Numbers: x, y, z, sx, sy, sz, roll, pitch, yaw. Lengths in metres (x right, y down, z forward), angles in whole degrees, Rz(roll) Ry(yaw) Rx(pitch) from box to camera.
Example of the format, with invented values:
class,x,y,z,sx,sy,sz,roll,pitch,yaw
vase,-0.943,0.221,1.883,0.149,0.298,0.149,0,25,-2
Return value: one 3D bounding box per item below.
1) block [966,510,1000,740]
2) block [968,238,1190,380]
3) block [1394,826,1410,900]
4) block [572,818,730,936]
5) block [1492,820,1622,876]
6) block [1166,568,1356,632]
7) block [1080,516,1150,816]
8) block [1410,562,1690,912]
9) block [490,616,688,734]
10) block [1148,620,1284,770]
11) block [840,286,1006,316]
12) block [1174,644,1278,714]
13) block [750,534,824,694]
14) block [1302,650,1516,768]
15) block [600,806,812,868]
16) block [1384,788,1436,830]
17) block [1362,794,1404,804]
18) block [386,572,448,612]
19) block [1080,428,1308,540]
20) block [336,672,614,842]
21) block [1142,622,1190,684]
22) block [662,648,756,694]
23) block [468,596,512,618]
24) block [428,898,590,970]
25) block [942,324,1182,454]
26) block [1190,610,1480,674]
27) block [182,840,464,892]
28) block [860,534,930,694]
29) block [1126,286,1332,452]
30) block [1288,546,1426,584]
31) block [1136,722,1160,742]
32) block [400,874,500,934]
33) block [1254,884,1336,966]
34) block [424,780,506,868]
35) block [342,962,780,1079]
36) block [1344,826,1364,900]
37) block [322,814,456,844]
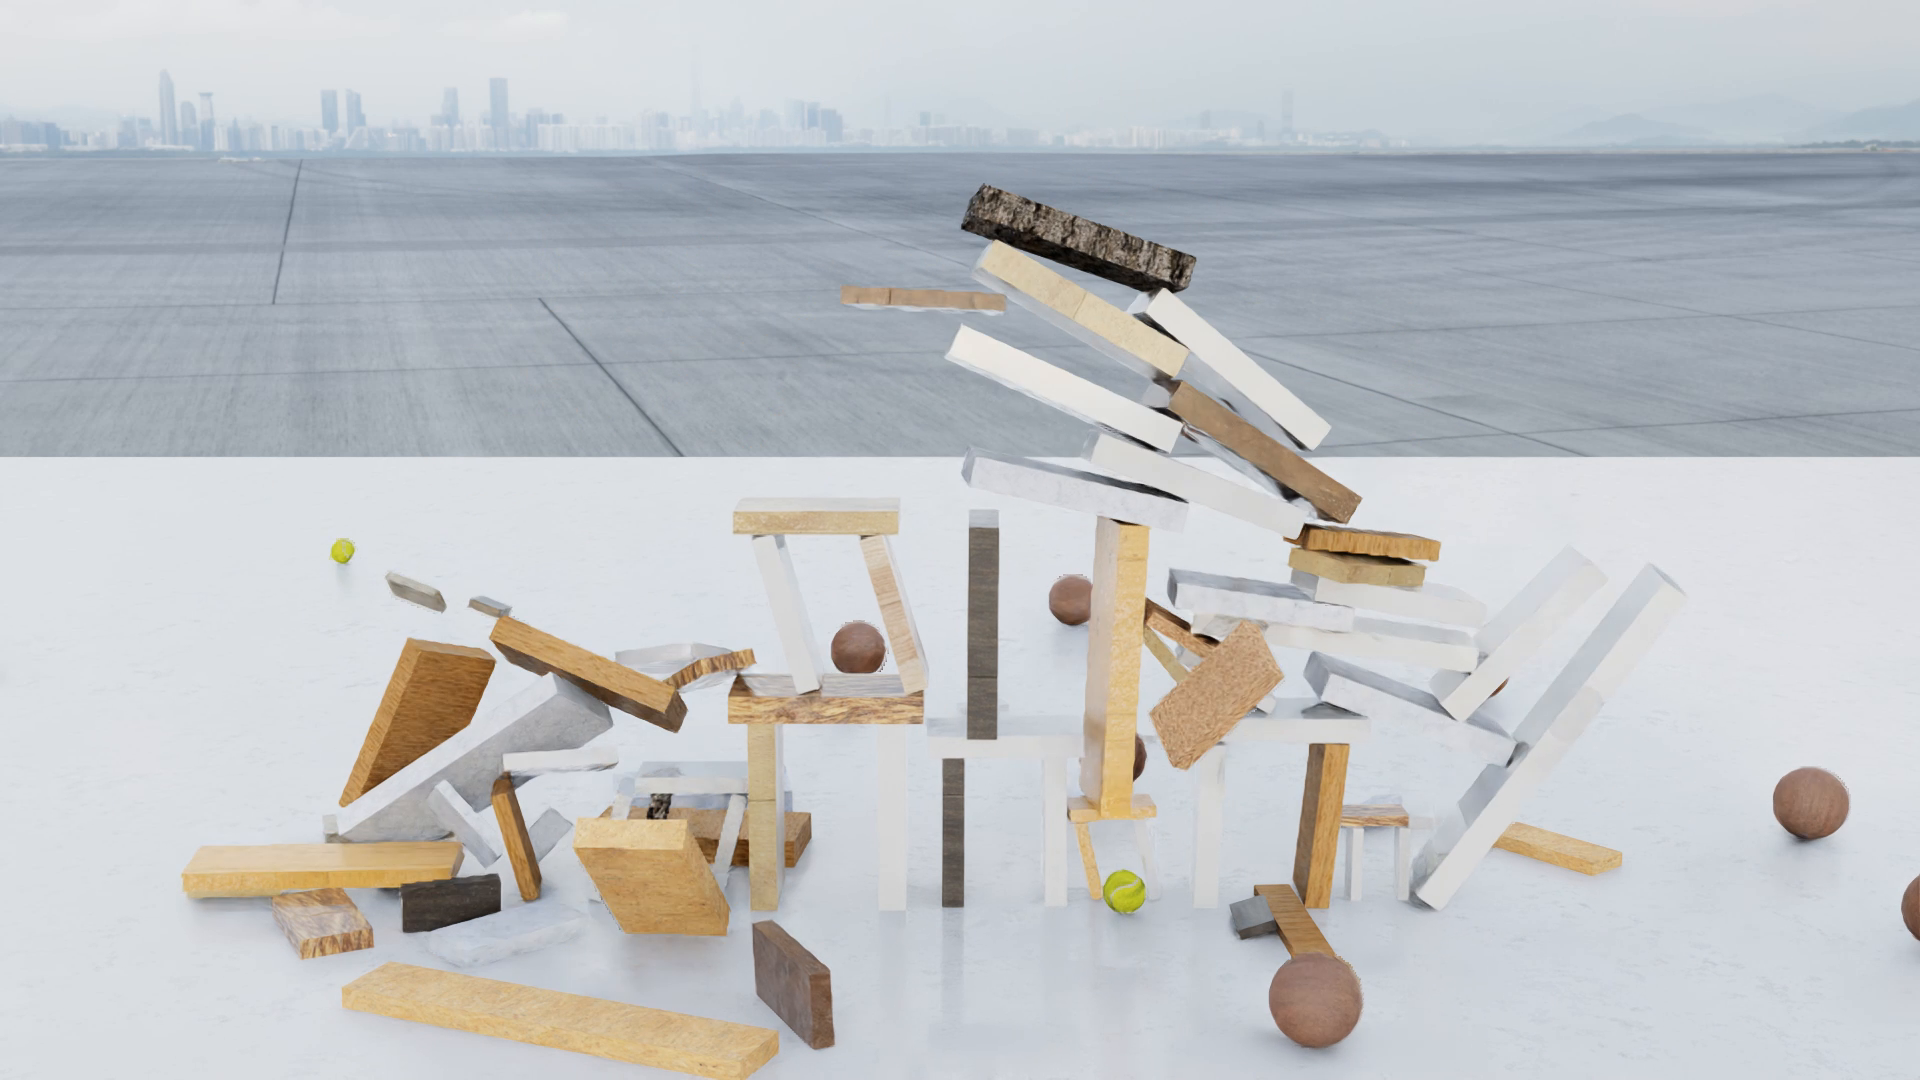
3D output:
class,x,y,z,sx,sy,sz,roll,pitch,yaw
block,0.038,0.135,3.583,0.049,0.346,0.173,1,11,1
block,0.186,-0.361,3.490,0.348,0.049,0.174,29,-1,-6
block,0.735,0.530,3.656,0.017,0.123,0.062,0,10,4
block,-0.466,0.517,3.353,0.165,0.047,0.330,1,-32,7
block,1.021,0.536,3.891,0.086,0.024,0.292,-8,13,-38
block,0.484,0.097,3.563,0.285,0.040,0.143,8,9,-1
block,0.250,0.197,3.584,0.049,0.473,0.173,2,9,-9
block,0.953,0.320,3.591,0.047,0.644,0.164,35,13,1
block,-0.621,0.226,3.692,0.321,0.046,0.161,22,-16,8
block,0.396,0.242,3.414,0.032,0.227,0.113,23,31,-36
block,-0.056,-0.379,3.479,0.258,0.027,0.095,3,2,2
block,0.436,0.222,3.605,0.174,0.025,0.087,30,10,-4
block,-0.279,0.108,3.582,0.037,0.262,0.131,-16,10,3
block,0.741,0.278,3.643,0.329,0.047,0.164,21,10,-5
block,-0.461,0.524,3.896,0.371,0.047,0.165,1,11,6
block,0.838,0.499,4.090,0.086,0.024,0.173,3,11,13
block,0.753,0.496,4.036,0.119,0.017,0.059,-22,8,-39
block,-0.929,0.089,3.756,0.103,0.051,0.015,18,58,19
block,0.370,-0.091,3.521,0.349,0.049,0.175,20,4,-4
block,-0.822,0.389,3.725,0.465,0.046,0.161,-33,-36,12
block,0.341,0.194,3.608,0.025,0.174,0.087,-39,16,4
block,-0.421,0.222,3.676,0.095,0.027,0.190,-11,-9,-30
block,-0.770,0.109,3.599,0.051,0.015,0.103,22,0,-2
block,-0.705,0.616,3.445,0.222,0.031,0.111,-10,14,-43
block,0.159,-0.237,3.479,0.376,0.049,0.175,24,1,-4
block,0.606,0.151,3.594,0.456,0.040,0.143,8,9,4
block,-1.053,0.540,3.650,0.436,0.031,0.111,-1,16,-3
block,-0.106,0.108,3.582,0.037,0.262,0.131,-16,10,3
block,0.425,-0.271,3.526,0.348,0.049,0.174,39,-3,-8
block,0.643,0.042,3.556,0.113,0.032,0.227,19,12,42
block,0.400,0.404,4.631,0.052,0.015,0.104,5,12,24
block,-0.812,0.580,3.507,0.154,0.077,0.022,-4,19,-19
block,0.531,0.611,3.509,0.059,0.017,0.319,-1,11,-4
block,-0.820,0.472,3.651,0.022,0.154,0.077,-42,-1,-36
block,-0.573,0.678,3.111,0.656,0.031,0.111,4,11,23
block,0.655,0.530,3.655,0.017,0.123,0.062,0,11,0
block,-1.033,0.517,3.974,0.222,0.031,0.111,-4,11,-19
